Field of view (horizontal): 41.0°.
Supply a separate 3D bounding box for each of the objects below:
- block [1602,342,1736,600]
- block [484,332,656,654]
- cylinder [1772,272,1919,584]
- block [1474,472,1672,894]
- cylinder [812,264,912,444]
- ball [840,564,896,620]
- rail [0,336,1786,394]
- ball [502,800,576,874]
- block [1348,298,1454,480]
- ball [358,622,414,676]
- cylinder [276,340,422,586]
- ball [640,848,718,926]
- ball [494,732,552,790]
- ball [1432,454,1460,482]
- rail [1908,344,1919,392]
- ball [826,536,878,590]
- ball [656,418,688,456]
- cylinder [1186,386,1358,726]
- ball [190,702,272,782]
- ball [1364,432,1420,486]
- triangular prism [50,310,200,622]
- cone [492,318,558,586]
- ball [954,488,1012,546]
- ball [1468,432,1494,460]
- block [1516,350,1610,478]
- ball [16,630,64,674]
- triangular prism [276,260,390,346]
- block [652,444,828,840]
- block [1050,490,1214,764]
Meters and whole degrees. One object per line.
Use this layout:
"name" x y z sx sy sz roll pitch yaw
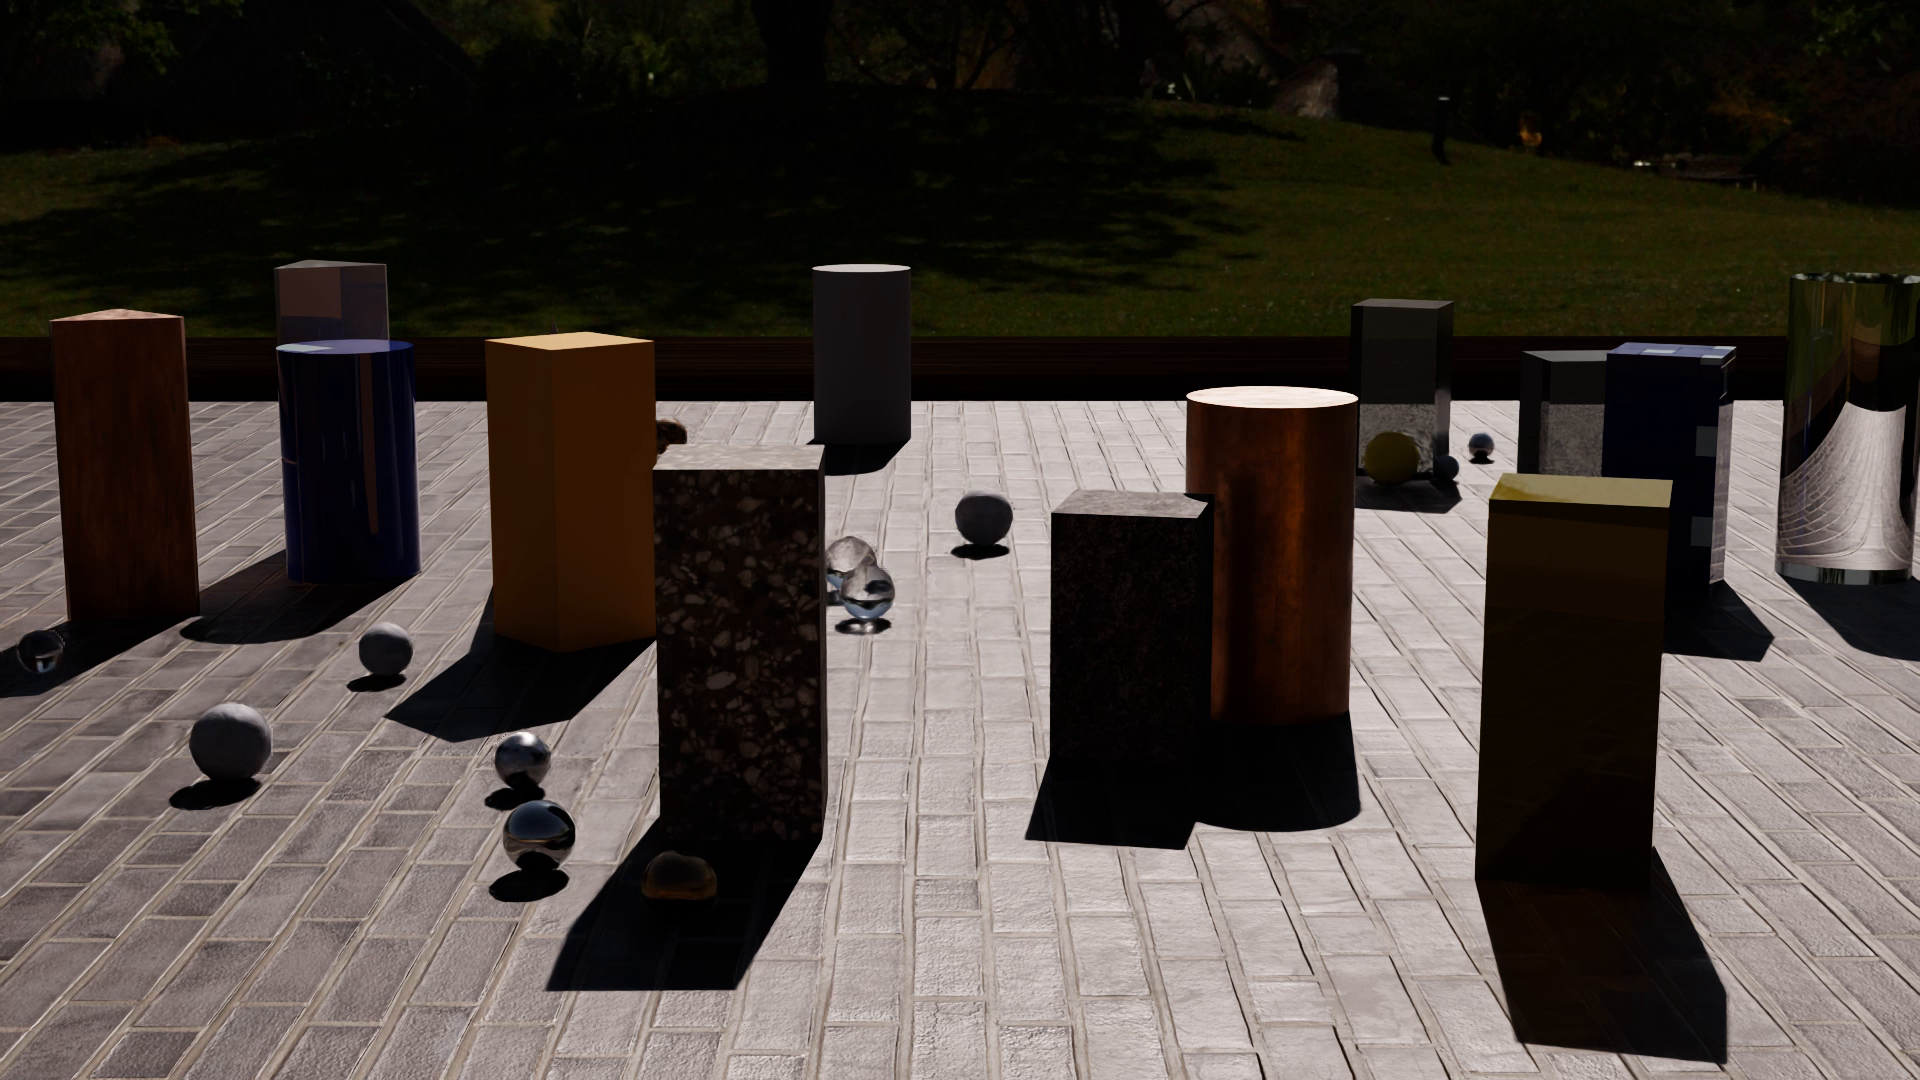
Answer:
"block" 0.990 -0.101 3.597 0.153 0.333 0.153 5 11 23
"block" -0.494 -0.065 3.277 0.153 0.380 0.153 -9 14 -41
"cylinder" 1.278 -0.163 3.680 0.191 0.425 0.191 0 11 0
"block" 0.560 0.126 2.338 0.153 0.348 0.153 3 11 16
"cylinder" -0.191 -0.365 5.016 0.191 0.333 0.191 0 11 0
"ball" -0.122 0.069 3.393 0.074 0.074 0.074 0 11 0
"rail" -0.013 -0.387 5.699 4.322 0.124 0.045 0 11 0
"ball" -0.383 0.270 2.333 0.068 0.068 0.068 0 11 0
"block" 0.790 -0.273 4.601 0.153 0.304 0.153 4 11 21
"ball" -0.690 0.132 3.082 0.065 0.065 0.065 0 11 0
"cylinder" -0.876 -0.114 3.684 0.191 0.328 0.191 0 11 0
"ball" -0.240 0.297 2.193 0.066 0.066 0.066 0 11 0
"ball" -0.443 0.224 2.603 0.058 0.058 0.058 0 11 0
"ball" 0.856 -0.127 4.522 0.047 0.047 0.047 0 11 0
"rail" 2.137 0.030 3.461 0.045 0.124 4.624 0 11 0
"ball" -0.154 0.034 3.574 0.077 0.077 0.077 0 11 0
"ball" -0.547 -0.192 4.801 0.072 0.072 0.072 0 11 0
"cylinder" 0.351 0.014 2.917 0.191 0.356 0.191 0 11 0
"ball" -0.747 0.207 2.629 0.081 0.081 0.081 0 11 0
"ball" 0.751 -0.142 4.466 0.096 0.096 0.096 0 11 0
"triangular prism" -1.121 -0.105 3.445 0.166 0.397 0.144 -3 11 -18
"cone" -0.566 -0.125 3.603 0.191 0.380 0.191 0 11 0
"ball" 0.036 -0.036 3.916 0.089 0.089 0.089 0 11 0
"ball" 0.969 -0.175 4.772 0.049 0.049 0.049 0 11 0
"block" 1.029 -0.183 4.272 0.153 0.248 0.153 -1 11 -6
"ball" -1.110 0.135 3.095 0.053 0.053 0.053 0 11 0
"triangular prism" -0.971 -0.210 3.931 0.166 0.426 0.144 -5 12 -27
"block" -0.209 0.096 2.478 0.153 0.356 0.153 0 11 -1
"block" 0.186 0.090 2.762 0.153 0.263 0.153 2 11 12
